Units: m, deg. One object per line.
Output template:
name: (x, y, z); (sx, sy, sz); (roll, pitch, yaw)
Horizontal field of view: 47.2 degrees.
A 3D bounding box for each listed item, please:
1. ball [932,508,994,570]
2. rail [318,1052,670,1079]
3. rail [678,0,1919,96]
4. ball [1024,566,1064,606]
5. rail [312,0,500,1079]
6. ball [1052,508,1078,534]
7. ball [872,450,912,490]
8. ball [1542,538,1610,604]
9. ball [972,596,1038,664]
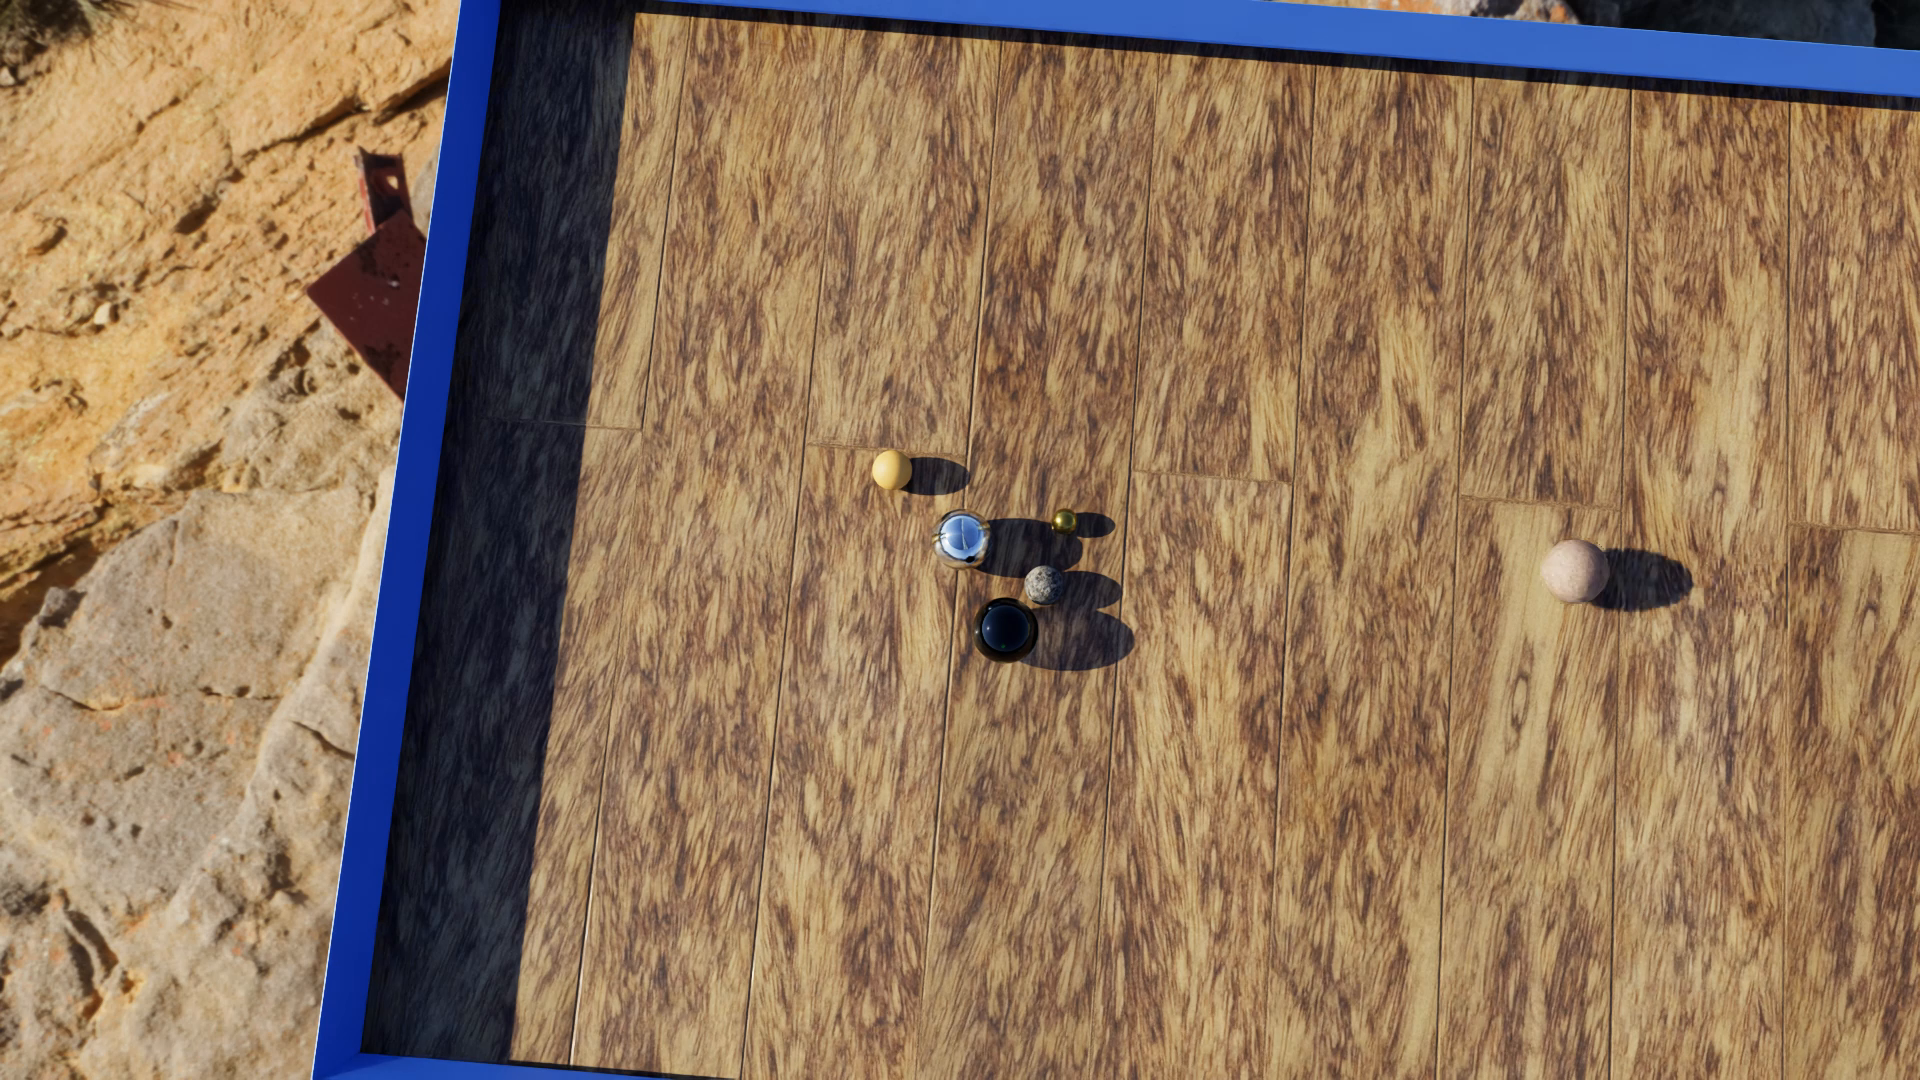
ball: (0.003, -0.001, 3.290); (0.093, 0.093, 0.093); (0, 78, 0)
rail: (0.762, 0.880, 3.089); (3.334, 0.129, 0.045); (5, 78, 1)
rail: (0.900, -0.758, 3.428); (3.334, 0.129, 0.045); (5, 78, 1)
ball: (0.126, 0.068, 3.293); (0.061, 0.061, 0.061); (0, 78, 0)
rail: (-0.807, -0.072, 3.286); (0.045, 0.129, 1.726); (5, 78, 1)
ball: (0.159, -0.028, 3.323); (0.040, 0.040, 0.040); (0, 78, 0)
ball: (-0.102, -0.106, 3.329); (0.061, 0.061, 0.061); (0, 78, 0)
ball: (0.918, 0.046, 3.279); (0.097, 0.097, 0.097); (0, 78, 0)
ball: (0.067, 0.134, 3.259); (0.099, 0.099, 0.099); (0, 78, 0)
